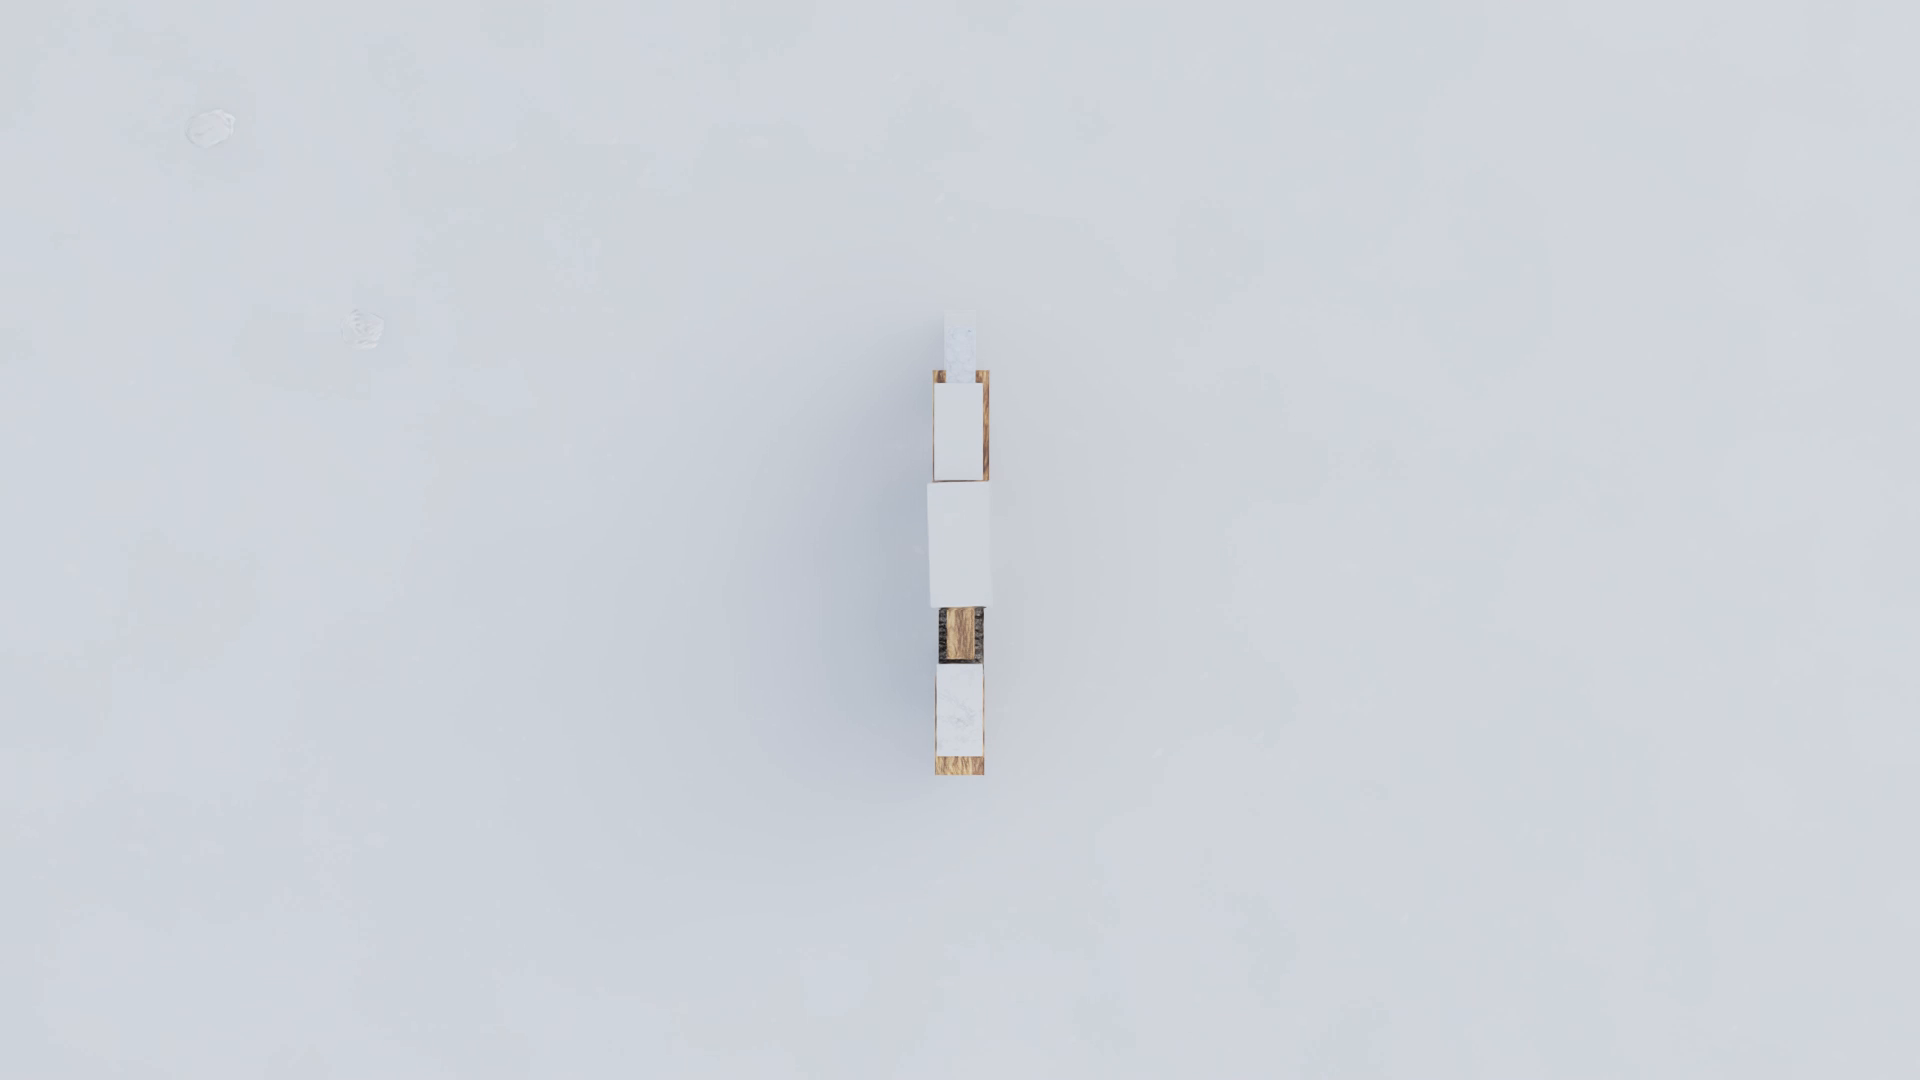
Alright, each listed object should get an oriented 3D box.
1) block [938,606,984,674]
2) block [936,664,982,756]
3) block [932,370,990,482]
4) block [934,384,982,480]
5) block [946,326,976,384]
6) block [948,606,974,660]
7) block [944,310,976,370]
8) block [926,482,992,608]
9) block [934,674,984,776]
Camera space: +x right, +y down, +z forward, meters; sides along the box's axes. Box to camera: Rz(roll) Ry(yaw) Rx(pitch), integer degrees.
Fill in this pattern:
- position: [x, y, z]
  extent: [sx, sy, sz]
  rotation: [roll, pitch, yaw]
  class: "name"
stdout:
- position: [0.004, 0.277, 5.194]
  extent: [0.143, 0.040, 0.285]
  rotation: [0, 90, 0]
  class: "block"
- position: [-0.001, 0.500, 4.858]
  extent: [0.135, 0.038, 0.269]
  rotation: [0, 90, 0]
  class: "block"
- position: [0.003, -0.349, 5.124]
  extent: [0.175, 0.050, 0.351]
  rotation: [0, 90, 0]
  class: "block"
- position: [-0.004, -0.314, 4.799]
  extent: [0.140, 0.040, 0.281]
  rotation: [0, 90, 0]
  class: "block"
- position: [0.003, -0.547, 4.912]
  extent: [0.087, 0.025, 0.175]
  rotation: [0, 90, 0]
  class: "block"
- position: [0.003, 0.278, 4.997]
  extent: [0.083, 0.023, 0.166]
  rotation: [0, 90, 0]
  class: "block"
- position: [0.000, -0.632, 5.281]
  extent: [0.102, 0.029, 0.204]
  rotation: [0, 90, 0]
  class: "block"
- position: [-0.001, 0.013, 4.770]
  extent: [0.180, 0.051, 0.359]
  rotation: [-2, 88, 0]
  class: "block"
- position: [0.000, 0.579, 5.168]
  extent: [0.155, 0.044, 0.310]
  rotation: [0, 90, 0]
  class: "block"
